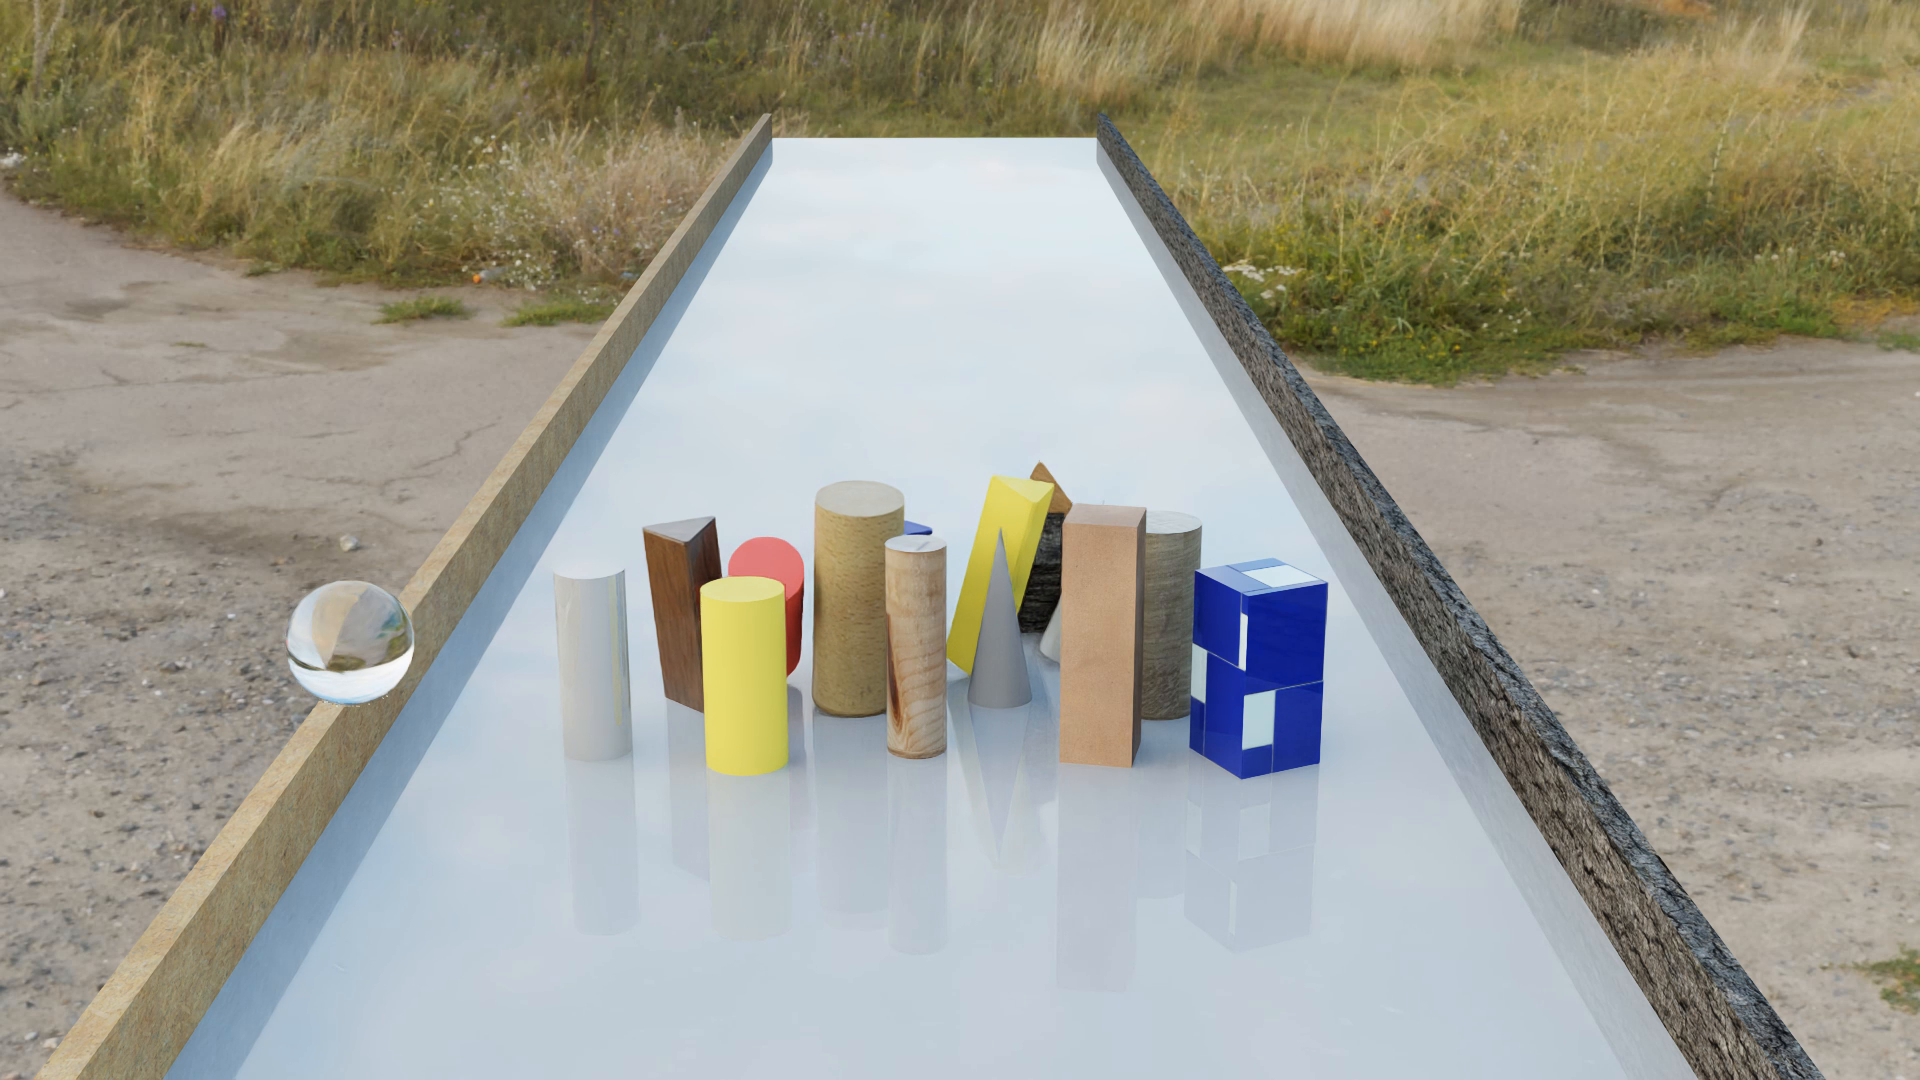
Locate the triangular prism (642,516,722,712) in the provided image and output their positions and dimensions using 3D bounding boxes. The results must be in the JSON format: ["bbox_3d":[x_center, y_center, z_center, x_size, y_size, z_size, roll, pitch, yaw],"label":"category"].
[{"bbox_3d":[-0.489,0.134,4.145,0.116,0.348,0.134,-23,27,-39],"label":"triangular prism"}]

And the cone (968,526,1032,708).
[{"bbox_3d":[0.076,0.136,4.166,0.126,0.345,0.126,0,17,0],"label":"cone"}]

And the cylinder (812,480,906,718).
[{"bbox_3d":[-0.191,0.110,4.096,0.165,0.413,0.165,2,25,-1],"label":"cylinder"}]

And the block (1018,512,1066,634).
[{"bbox_3d":[0.146,0.070,4.468,0.114,0.114,0.308,-1,-28,-4],"label":"block"}]

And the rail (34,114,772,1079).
[{"bbox_3d":[-1.118,-0.838,7.780,0.050,0.150,12.000,0,17,-1],"label":"rail"}]

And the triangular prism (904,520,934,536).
[{"bbox_3d":[-0.161,0.107,4.293,0.149,0.310,0.129,-10,28,-31],"label":"triangular prism"}]

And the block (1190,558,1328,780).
[{"bbox_3d":[0.526,0.224,3.885,0.166,0.335,0.166,-8,18,-26],"label":"block"}]

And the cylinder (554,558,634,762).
[{"bbox_3d":[-0.652,0.213,3.914,0.125,0.340,0.125,0,17,0],"label":"cylinder"}]

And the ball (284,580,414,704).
[{"bbox_3d":[-1.039,0.174,3.744,0.214,0.214,0.214,0,17,0],"label":"ball"}]

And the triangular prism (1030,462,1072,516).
[{"bbox_3d":[0.122,-0.009,4.575,0.142,0.123,0.403,3,-29,-13],"label":"triangular prism"}]

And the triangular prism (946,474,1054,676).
[{"bbox_3d":[0.094,0.073,4.273,0.109,0.396,0.125,-8,32,-42],"label":"triangular prism"}]

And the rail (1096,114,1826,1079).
[{"bbox_3d":[0.932,-0.844,7.801,0.050,0.150,12.000,0,17,-1],"label":"rail"}]

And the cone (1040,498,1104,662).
[{"bbox_3d":[0.264,0.069,4.375,0.173,0.332,0.173,6,21,-2],"label":"cone"}]

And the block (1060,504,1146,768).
[{"bbox_3d":[0.252,0.168,3.885,0.129,0.442,0.129,3,17,11],"label":"block"}]

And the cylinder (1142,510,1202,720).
[{"bbox_3d":[0.370,0.140,4.118,0.155,0.363,0.155,0,17,0],"label":"cylinder"}]

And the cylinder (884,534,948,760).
[{"bbox_3d":[-0.077,0.190,3.911,0.109,0.385,0.109,0,17,0],"label":"cylinder"}]

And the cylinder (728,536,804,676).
[{"bbox_3d":[-0.368,0.136,4.164,0.141,0.141,0.354,-2,-27,-6],"label":"cylinder"}]

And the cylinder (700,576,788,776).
[{"bbox_3d":[-0.378,0.238,3.866,0.147,0.319,0.147,0,17,0],"label":"cylinder"}]
